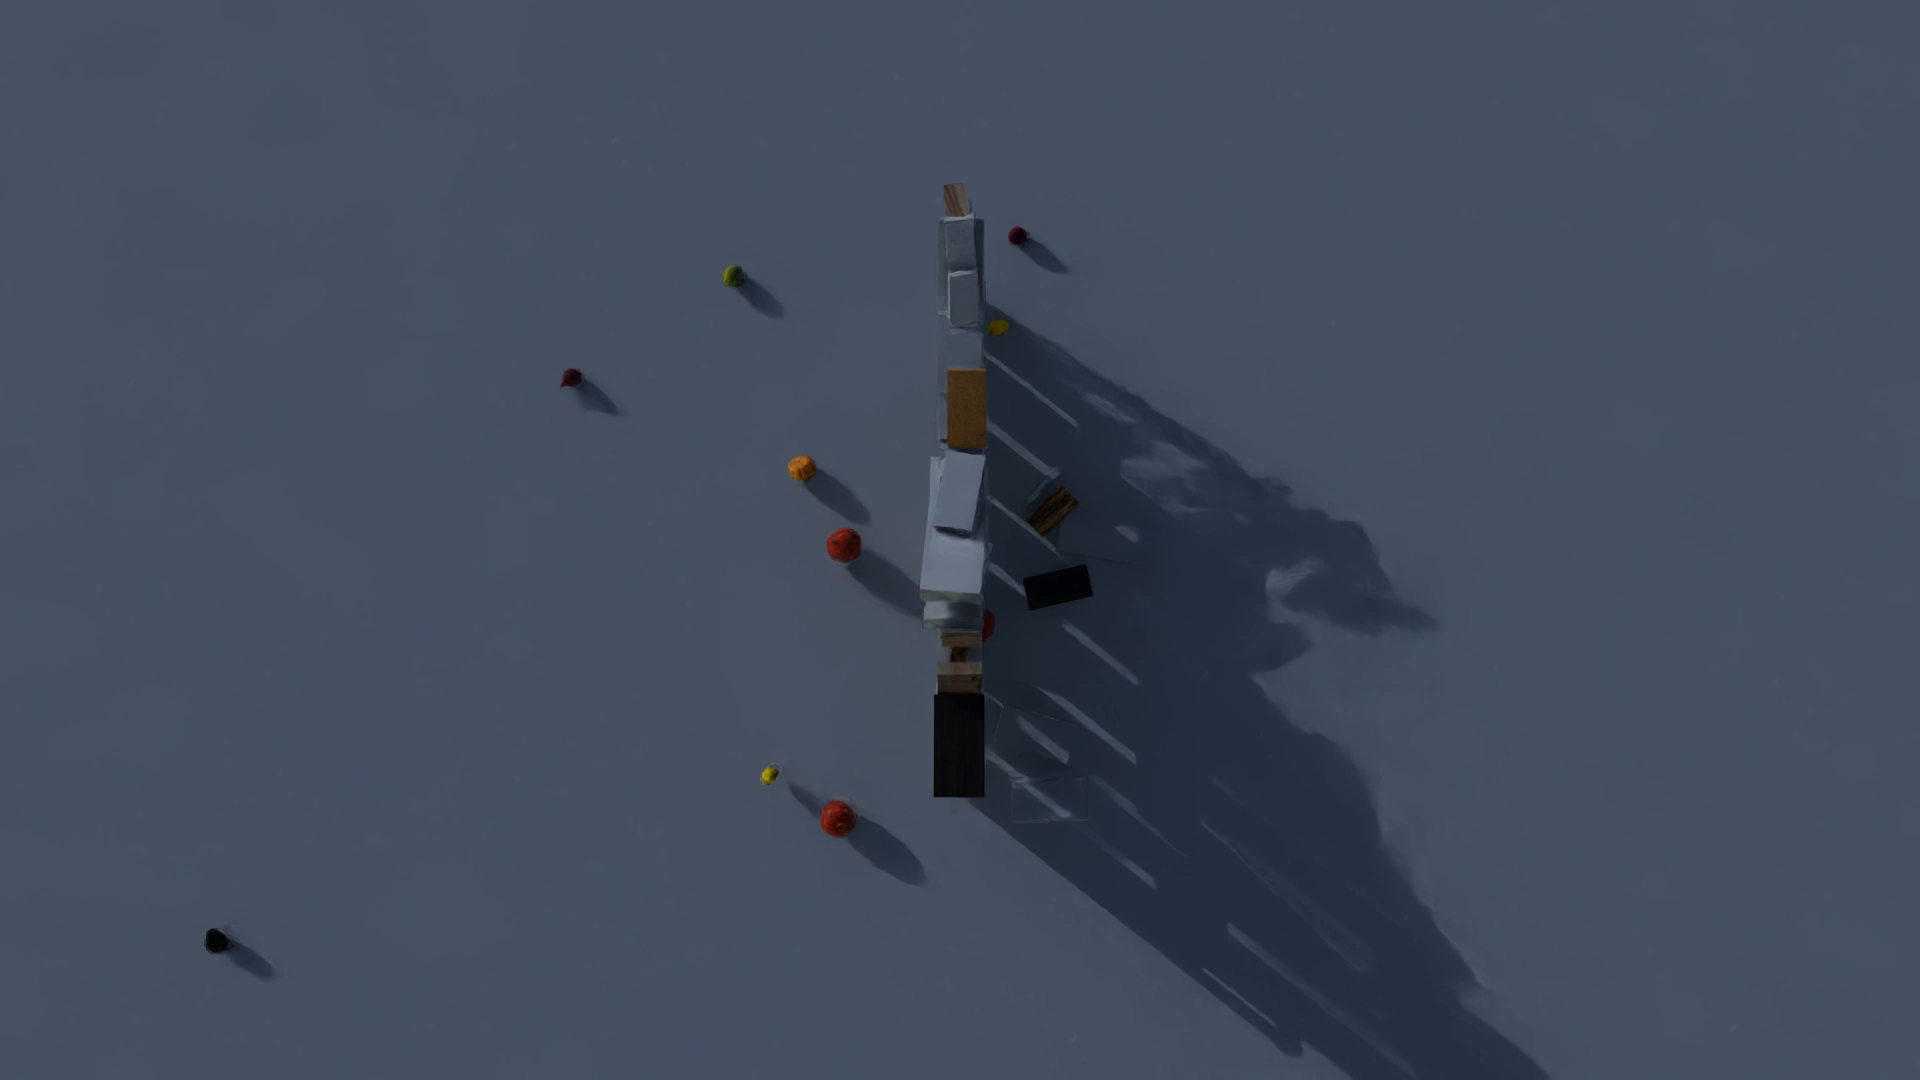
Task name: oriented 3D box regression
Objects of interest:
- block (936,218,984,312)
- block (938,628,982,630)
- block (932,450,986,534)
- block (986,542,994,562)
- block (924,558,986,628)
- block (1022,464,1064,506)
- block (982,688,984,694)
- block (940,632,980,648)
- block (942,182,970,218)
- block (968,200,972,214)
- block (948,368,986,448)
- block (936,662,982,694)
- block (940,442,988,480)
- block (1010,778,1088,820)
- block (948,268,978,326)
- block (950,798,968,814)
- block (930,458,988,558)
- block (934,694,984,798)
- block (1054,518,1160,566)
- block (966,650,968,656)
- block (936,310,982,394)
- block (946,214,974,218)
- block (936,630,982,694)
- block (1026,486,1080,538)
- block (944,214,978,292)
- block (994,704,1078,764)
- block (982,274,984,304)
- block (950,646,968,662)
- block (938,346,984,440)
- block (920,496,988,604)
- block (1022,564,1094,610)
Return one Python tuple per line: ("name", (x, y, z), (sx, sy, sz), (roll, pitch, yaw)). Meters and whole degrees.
("block", (0.001, -0.849, 5.080), (0.140, 0.040, 0.281), (1, 106, 1))
("block", (0.000, 0.258, 5.076), (0.135, 0.269, 0.038), (0, 112, 0))
("block", (-0.002, -0.145, 5.006), (0.121, 0.034, 0.242), (9, 73, 6))
("block", (0.036, 0.075, 5.194), (0.083, 0.023, 0.166), (22, 89, -5))
("block", (-0.012, 0.091, 5.067), (0.180, 0.051, 0.399), (1, 53, 1))
("block", (0.275, -0.182, 5.459), (0.023, 0.083, 0.166), (45, 90, 0))
("block", (-0.003, 0.532, 5.030), (0.149, 0.298, 0.042), (1, 108, 0))
("block", (0.000, 0.288, 4.797), (0.108, 0.217, 0.031), (-2, 90, 0))
("block", (-0.007, -1.004, 4.975), (0.072, 0.020, 0.143), (-9, 77, -2))
("block", (0.002, -0.957, 5.013), (0.072, 0.020, 0.143), (-1, 101, 0))
("block", (0.021, -0.410, 5.117), (0.121, 0.034, 0.242), (0, 108, 0))
("block", (-0.002, 0.401, 4.753), (0.126, 0.315, 0.036), (0, 74, 0))
("block", (0.013, -0.238, 5.168), (0.121, 0.242, 0.034), (5, 122, 5))
("block", (0.297, 0.863, 5.482), (0.252, 0.036, 0.126), (-2, 90, 0))
("block", (0.008, -0.739, 5.016), (0.085, 0.024, 0.170), (-11, 131, -10))
("block", (-0.003, 0.789, 5.069), (0.051, 0.014, 0.102), (-1, 90, 0))
("block", (-0.004, -0.103, 5.147), (0.180, 0.051, 0.359), (1, 52, -1))
("block", (-0.003, 0.606, 4.859), (0.149, 0.042, 0.298), (0, 89, 0))
("block", (0.490, 0.008, 5.485), (0.337, 0.031, 0.108), (10, 90, 0))
("block", (-0.001, 0.331, 4.862), (0.045, 0.090, 0.013), (5, 75, 0))
("block", (-0.001, -0.596, 5.150), (0.140, 0.040, 0.281), (1, 86, 0))
("block", (0.001, -0.929, 5.137), (0.087, 0.025, 0.175), (-1, 121, 1))
("block", (-0.001, 0.403, 4.927), (0.135, 0.038, 0.269), (1, 91, 0))
("block", (0.307, -0.094, 5.471), (0.166, 0.023, 0.083), (-42, 64, 0))
("block", (0.004, -0.852, 4.969), (0.085, 0.024, 0.259), (-7, 128, -2))
("block", (0.251, 0.643, 5.482), (0.252, 0.036, 0.126), (18, 90, 0))
("block", (0.002, -0.812, 5.169), (0.140, 0.040, 0.281), (0, 121, 0))
("block", (-0.006, 0.352, 4.814), (0.045, 0.013, 0.090), (6, 97, 0))
("block", (0.001, -0.463, 5.188), (0.144, 0.041, 0.289), (0, 89, 0))
("block", (-0.017, 0.027, 4.979), (0.180, 0.051, 0.359), (4, 52, 2))
("block", (0.325, 0.157, 5.485), (0.217, 0.031, 0.108), (-13, 90, 0))
